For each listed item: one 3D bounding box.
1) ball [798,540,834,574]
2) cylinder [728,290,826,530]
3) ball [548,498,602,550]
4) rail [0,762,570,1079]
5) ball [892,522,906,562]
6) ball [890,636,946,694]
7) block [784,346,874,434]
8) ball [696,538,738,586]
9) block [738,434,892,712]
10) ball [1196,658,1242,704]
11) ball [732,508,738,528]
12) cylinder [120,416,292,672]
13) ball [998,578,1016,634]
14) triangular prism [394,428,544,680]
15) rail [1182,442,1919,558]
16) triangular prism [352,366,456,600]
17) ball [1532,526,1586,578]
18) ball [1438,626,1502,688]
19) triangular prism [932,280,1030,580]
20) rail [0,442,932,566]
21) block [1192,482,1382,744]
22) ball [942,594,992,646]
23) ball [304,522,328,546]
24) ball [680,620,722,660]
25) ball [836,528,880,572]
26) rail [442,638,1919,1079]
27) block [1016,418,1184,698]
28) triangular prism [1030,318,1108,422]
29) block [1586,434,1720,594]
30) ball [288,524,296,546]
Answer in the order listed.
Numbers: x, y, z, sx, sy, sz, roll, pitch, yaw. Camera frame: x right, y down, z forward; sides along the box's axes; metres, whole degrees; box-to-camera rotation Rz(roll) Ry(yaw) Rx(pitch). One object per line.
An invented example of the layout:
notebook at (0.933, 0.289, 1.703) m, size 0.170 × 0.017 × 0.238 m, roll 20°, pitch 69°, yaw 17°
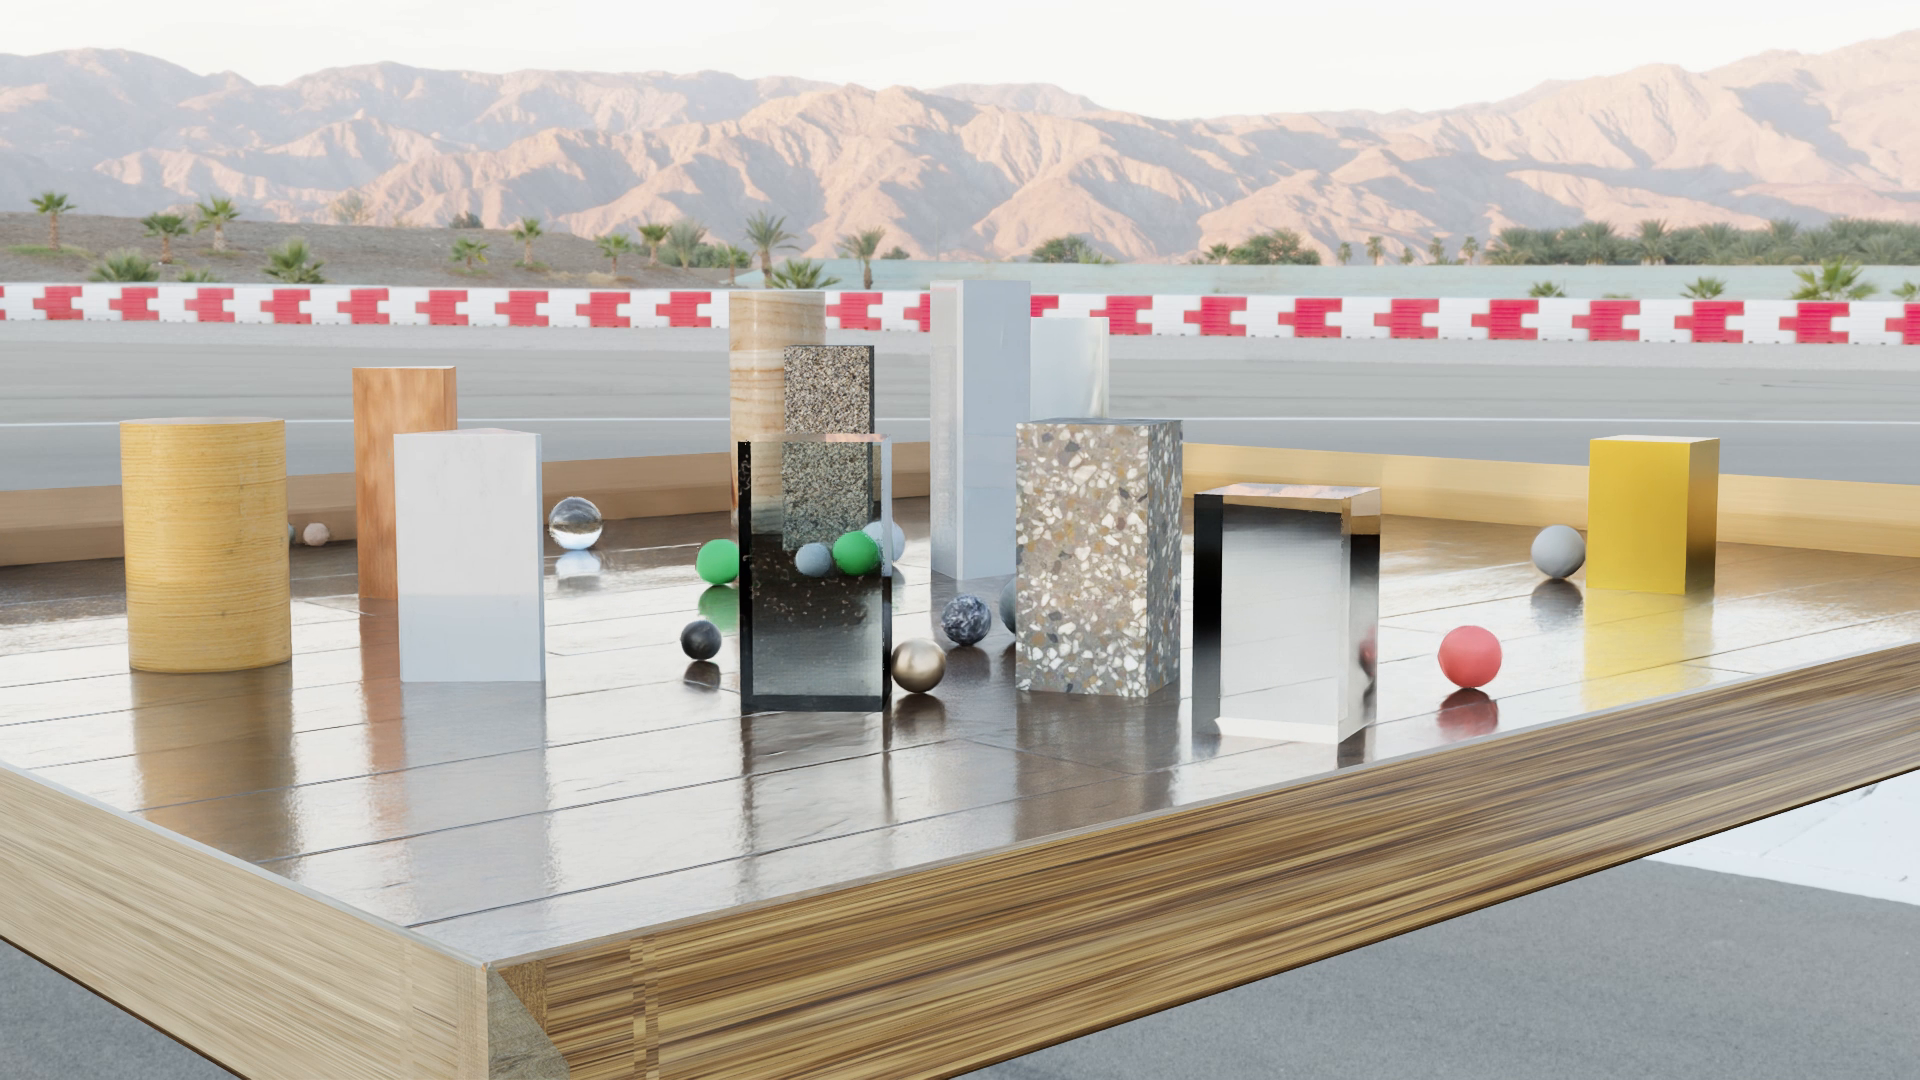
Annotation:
ball at (-0.243, 0.029, 3.725) m, size 0.059 × 0.059 × 0.059 m, roll 0°, pitch 6°, yaw 0°
cylinder at (-0.374, -0.268, 4.519) m, size 0.198 × 0.484 × 0.198 m, roll 0°, pitch 6°, yaw 0°
ball at (-0.717, -0.031, 4.103) m, size 0.099 × 0.099 × 0.099 m, roll 0°, pitch 6°, yaw 0°
rail at (-1.241, 0.152, 2.193) m, size 0.045 × 0.129 × 3.037 m, roll -5°, pitch 8°, yaw -42°
ball at (-0.136, 0.003, 3.867) m, size 0.081 × 0.081 × 0.081 m, roll 0°, pitch 6°, yaw 0°
ball at (-0.049, 0.146, 2.567) m, size 0.066 × 0.066 × 0.066 m, roll 0°, pitch 6°, yaw 0°
block at (-0.247, -0.182, 4.205) m, size 0.159 × 0.378 × 0.159 m, roll 0°, pitch 6°, yaw 1°
ball at (-0.391, 0.036, 3.577) m, size 0.076 × 0.076 × 0.076 m, roll 0°, pitch 6°, yaw 0°
block at (-0.163, 0.033, 2.513) m, size 0.159 × 0.301 × 0.159 m, roll 0°, pitch 6°, yaw 2°
ball at (0.294, 0.160, 2.496) m, size 0.053 × 0.053 × 0.053 m, roll 0°, pitch 6°, yaw 0°
ball at (-0.425, -0.045, 4.415) m, size 0.062 × 0.062 × 0.062 m, roll 0°, pitch 6°, yaw 0°
cylinder at (-0.957, 0.001, 2.796) m, size 0.198 × 0.306 × 0.198 m, roll 0°, pitch 6°, yaw 0°
ball at (0.098, 0.090, 2.992) m, size 0.090 × 0.090 × 0.090 m, roll 0°, pitch 6°, yaw 0°
triangular prism at (-0.591, 0.014, 2.714) m, size 0.172 × 0.297 × 0.149 m, roll 0°, pitch 6°, yaw -2°
rail at (1.241, -0.085, 4.471) m, size 0.045 × 0.129 × 3.037 m, roll -5°, pitch 8°, yaw -42°
triangular prism at (-0.832, -0.093, 3.453) m, size 0.172 × 0.357 × 0.149 m, roll 2°, pitch 6°, yaw 20°
ball at (0.999, 0.020, 3.670) m, size 0.088 × 0.088 × 0.088 m, roll 0°, pitch 6°, yaw 0°
ball at (0.604, 0.138, 2.602) m, size 0.075 × 0.075 × 0.075 m, roll 0°, pitch 6°, yaw 0°
triangular prism at (0.006, -0.191, 3.734) m, size 0.149 × 0.495 × 0.172 m, roll 6°, pitch 8°, yaw 44°
rail at (-1.014, -0.080, 4.424) m, size 3.424 × 0.129 × 0.045 m, roll -5°, pitch 8°, yaw -42°
block at (0.351, 0.073, 2.357) m, size 0.159 × 0.254 × 0.159 m, roll 3°, pitch 7°, yaw 25°
ball at (0.008, 0.107, 2.936) m, size 0.067 × 0.067 × 0.067 m, roll 0°, pitch 6°, yaw 0°
ball at (-1.218, -0.010, 4.160) m, size 0.046 × 0.046 × 0.046 m, roll 0°, pitch 6°, yaw 0°
ball at (-0.330, 0.128, 2.805) m, size 0.053 × 0.053 × 0.053 m, roll 0°, pitch 6°, yaw 0°
ball at (-0.174, 0.017, 3.762) m, size 0.075 × 0.075 × 0.075 m, roll 0°, pitch 6°, yaw 0°
rail at (1.014, 0.147, 2.239) m, size 3.424 × 0.129 × 0.045 m, roll -5°, pitch 8°, yaw -42°
block at (0.168, 0.015, 2.626) m, size 0.159 × 0.314 × 0.159 m, roll 2°, pitch 6°, yaw 20°
triangular prism at (0.251, -0.223, 4.341) m, size 0.172 × 0.432 × 0.149 m, roll 4°, pitch 7°, yaw 35°
block at (1.121, -0.044, 3.557) m, size 0.159 × 0.239 × 0.159 m, roll 4°, pitch 7°, yaw 35°
ball at (-1.278, -0.010, 4.155) m, size 0.046 × 0.046 × 0.046 m, roll 0°, pitch 6°, yaw 0°
